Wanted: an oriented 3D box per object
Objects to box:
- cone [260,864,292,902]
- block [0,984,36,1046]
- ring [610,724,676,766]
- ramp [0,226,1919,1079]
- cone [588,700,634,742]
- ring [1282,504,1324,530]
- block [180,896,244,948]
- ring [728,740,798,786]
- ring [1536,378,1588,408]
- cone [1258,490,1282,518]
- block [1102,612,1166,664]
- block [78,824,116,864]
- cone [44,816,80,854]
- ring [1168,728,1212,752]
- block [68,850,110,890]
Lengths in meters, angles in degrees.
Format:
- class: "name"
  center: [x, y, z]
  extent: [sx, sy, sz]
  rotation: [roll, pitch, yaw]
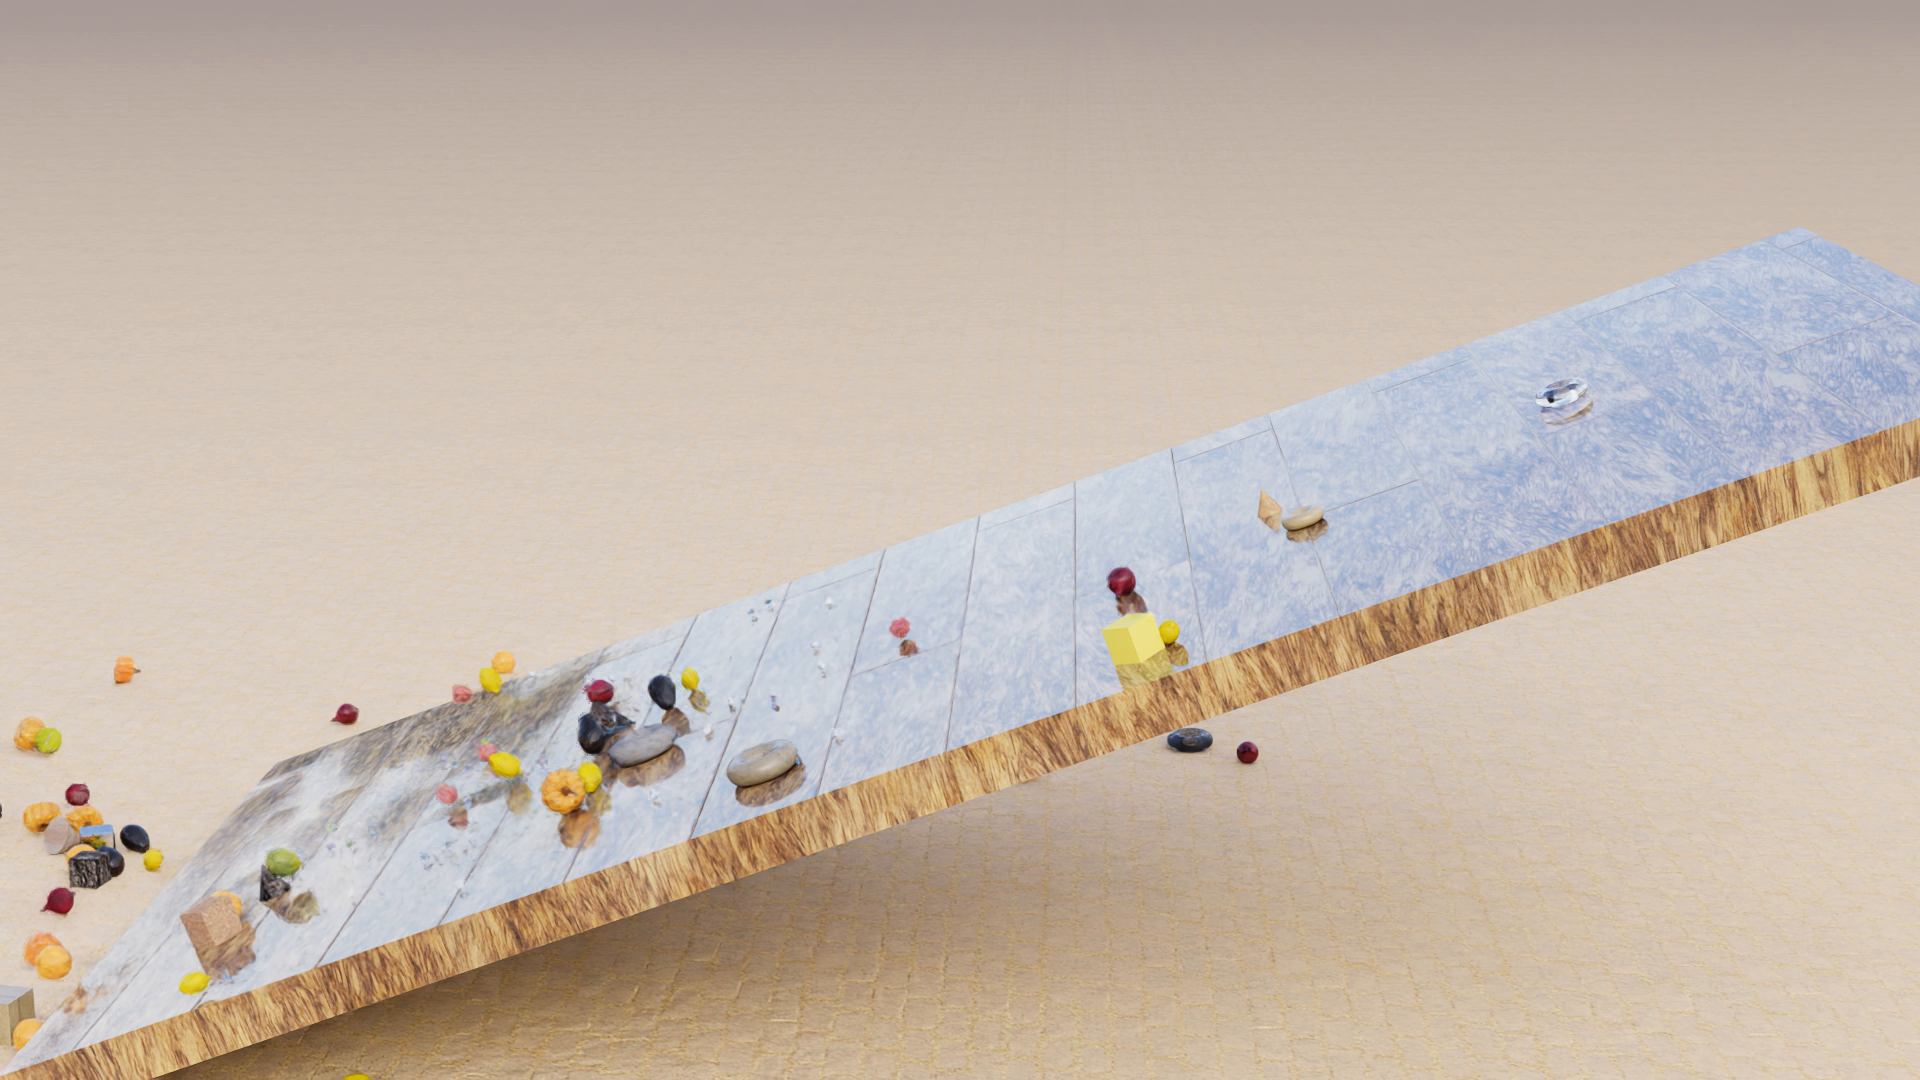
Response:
- class: "cone"
  center: [-1.441, 0.706, 6.129]
  extent: [0.070, 0.070, 0.070]
  rotation: [-20, 12, 4]
- class: "block"
  center: [-1.942, 0.964, 5.967]
  extent: [0.090, 0.090, 0.090]
  rotation: [3, 13, 14]
- class: "ring"
  center: [-0.660, 0.426, 6.121]
  extent: [0.146, 0.049, 0.146]
  rotation: [-20, 10, 4]
- class: "ramp"
  center: [0.115, 0.177, 6.298]
  extent: [4.000, 0.100, 2.000]
  rotation: [-19, 11, 6]
- class: "cone"
  center: [-0.753, 0.398, 6.432]
  extent: [0.093, 0.093, 0.093]
  rotation: [3, 10, -26]
- class: "ring"
  center: [0.698, -0.046, 5.984]
  extent: [0.090, 0.030, 0.090]
  rotation: [-21, 10, 4]
- class: "block"
  center: [-1.510, 0.771, 5.933]
  extent: [0.076, 0.076, 0.076]
  rotation: [-11, 15, 40]
- class: "ring"
  center: [-0.378, 0.427, 5.625]
  extent: [0.143, 0.048, 0.143]
  rotation: [-19, 12, 4]
- class: "ring"
  center: [1.267, -0.310, 6.198]
  extent: [0.112, 0.037, 0.112]
  rotation: [-19, 10, 4]
- class: "cone"
  center: [0.643, -0.083, 6.188]
  extent: [0.056, 0.056, 0.056]
  rotation: [-20, 11, 4]
- class: "block"
  center: [0.322, 0.183, 5.467]
  extent: [0.071, 0.071, 0.071]
  rotation: [-30, 15, -38]
- class: "block"
  center: [-2.059, 0.730, 7.022]
  extent: [0.077, 0.077, 0.077]
  rotation: [-5, 14, -20]
- class: "cone"
  center: [-2.150, 0.725, 7.119]
  extent: [0.094, 0.094, 0.094]
  rotation: [12, -10, 41]
- class: "ring"
  center: [0.621, 0.540, 7.936]
  extent: [0.125, 0.042, 0.125]
  rotation: [-1, 14, 0]
- class: "block"
  center: [-2.032, 0.770, 6.868]
  extent: [0.068, 0.068, 0.068]
  rotation: [3, 13, 11]
